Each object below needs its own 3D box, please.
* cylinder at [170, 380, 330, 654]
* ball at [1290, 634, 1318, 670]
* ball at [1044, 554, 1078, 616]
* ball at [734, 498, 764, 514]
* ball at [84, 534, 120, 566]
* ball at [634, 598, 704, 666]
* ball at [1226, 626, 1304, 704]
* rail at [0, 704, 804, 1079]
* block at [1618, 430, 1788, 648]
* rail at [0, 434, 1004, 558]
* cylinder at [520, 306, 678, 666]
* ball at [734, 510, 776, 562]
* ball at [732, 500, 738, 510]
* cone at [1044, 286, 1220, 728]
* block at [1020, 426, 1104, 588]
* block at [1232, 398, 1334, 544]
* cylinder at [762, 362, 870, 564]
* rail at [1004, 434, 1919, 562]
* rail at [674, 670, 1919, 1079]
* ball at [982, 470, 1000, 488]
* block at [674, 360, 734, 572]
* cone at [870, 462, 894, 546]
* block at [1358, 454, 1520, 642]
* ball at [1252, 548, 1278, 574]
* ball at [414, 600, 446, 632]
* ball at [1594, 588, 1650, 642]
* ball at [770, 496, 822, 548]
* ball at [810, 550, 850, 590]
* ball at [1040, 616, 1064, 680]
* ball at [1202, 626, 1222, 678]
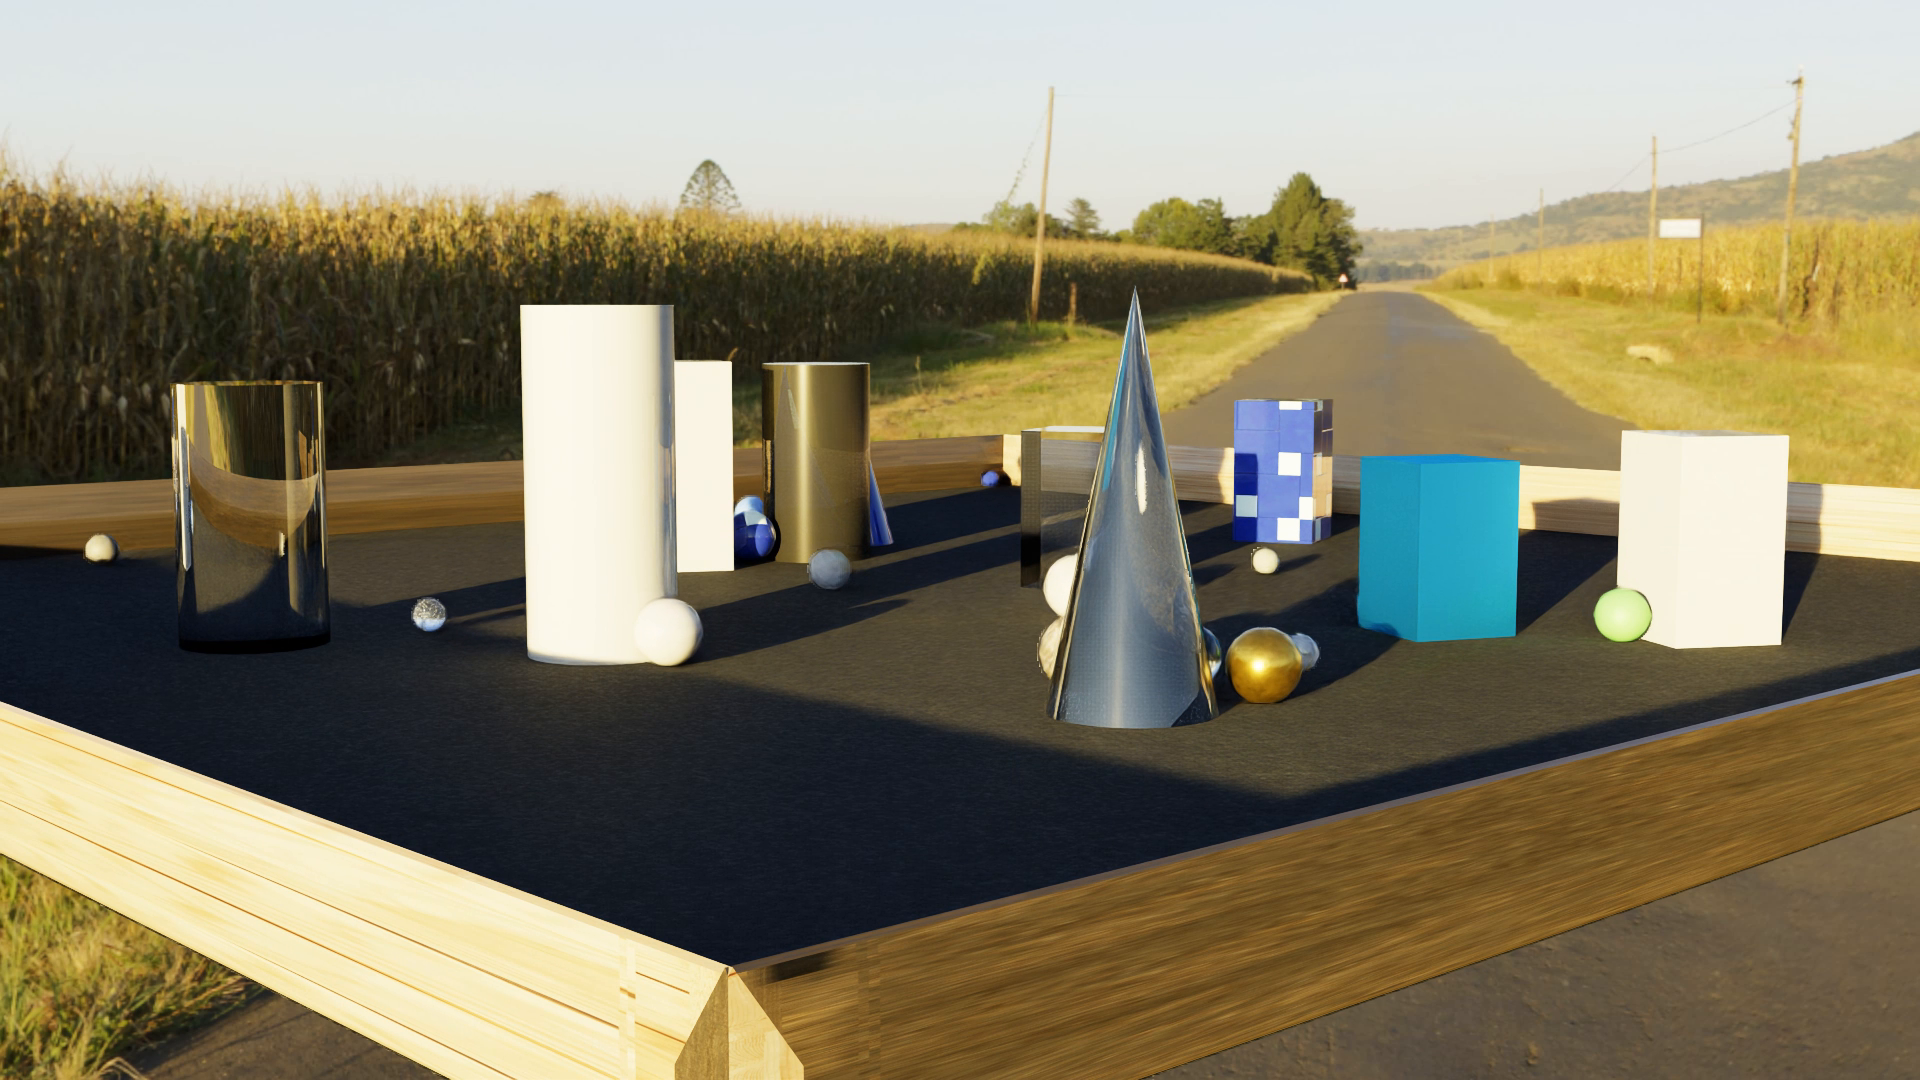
[{"bbox_3d":[-0.943,-0.035,2.925,0.194,0.347,0.194,0,6,0],"label":"cylinder"},{"bbox_3d":[0.420,0.139,2.714,0.046,0.046,0.046,0,6,0],"label":"ball"},{"bbox_3d":[0.167,0.068,3.154,0.095,0.095,0.095,0,6,0],"label":"ball"},{"bbox_3d":[-0.416,-0.050,4.396,0.071,0.071,0.071,0,6,0],"label":"ball"},{"bbox_3d":[-1.491,0.018,3.822,0.056,0.056,0.056,0,6,0],"label":"ball"},{"bbox_3d":[-0.364,0.115,2.749,0.085,0.085,0.085,0,6,0],"label":"ball"},{"bbox_3d":[0.344,0.142,2.488,0.087,0.087,0.087,0,6,0],"label":"ball"},{"bbox_3d":[-1.178,0.146,2.251,0.045,0.126,3.195,-6,8,-42],"label":"rail"},{"bbox_3d":[1.001,-0.005,2.974,0.155,0.278,0.155,-1,6,-12],"label":"block"},{"bbox_3d":[-1.067,-0.088,4.482,3.253,0.126,0.045,-6,8,-42],"label":"rail"},{"bbox_3d":[-0.463,-0.076,2.831,0.194,0.449,0.194,0,6,0],"label":"cylinder"},{"bbox_3d":[-0.371,-0.006,3.874,0.092,0.092,0.092,0,6,0],"label":"ball"},{"bbox_3d":[-0.479,-0.054,4.432,0.070,0.070,0.070,0,6,0],"label":"ball"},{"bbox_3d":[0.191,-0.043,2.416,0.194,0.470,0.194,0,6,0],"label":"cone"},{"bbox_3d":[0.198,-0.054,3.561,0.155,0.252,0.155,2,6,22],"label":"block"},{"bbox_3d":[0.628,-0.137,4.269,0.155,0.270,0.155,3,7,23],"label":"block"},{"bbox_3d":[-0.258,-0.142,3.948,0.194,0.348,0.194,0,6,0],"label":"cylinder"},{"bbox_3d":[1.178,-0.081,4.413,0.045,0.126,3.195,-6,8,-42],"label":"rail"},{"bbox_3d":[1.067,0.153,2.182,3.253,0.126,0.045,-6,8,-42],"label":"rail"},{"bbox_3d":[0.079,-0.153,5.509,0.042,0.042,0.042,0,6,0],"label":"ball"},{"bbox_3d":[-0.482,-0.131,3.800,0.155,0.355,0.155,-2,6,-15],"label":"block"},{"bbox_3d":[-0.223,-0.166,4.200,0.194,0.342,0.194,0,6,0],"label":"cone"},{"bbox_3d":[0.660,0.007,3.038,0.155,0.240,0.155,-2,6,-20],"label":"block"},{"bbox_3d":[0.515,0.036,3.703,0.044,0.044,0.044,0,6,0],"label":"ball"},{"bbox_3d":[-0.735,0.104,3.049,0.044,0.044,0.044,0,6,0],"label":"ball"},{"bbox_3d":[0.889,0.101,2.950,0.073,0.073,0.073,0,6,0],"label":"ball"},{"bbox_3d":[-0.307,-0.033,4.109,0.097,0.097,0.097,0,6,0],"label":"ball"},{"bbox_3d":[-0.206,0.047,3.500,0.065,0.065,0.065,0,6,0],"label":"ball"},{"bbox_3d":[0.139,0.131,2.566,0.092,0.092,0.092,0,6,0],"label":"ball"},{"bbox_3d":[0.269,0.136,2.586,0.078,0.078,0.078,0,6,0],"label":"ball"}]
